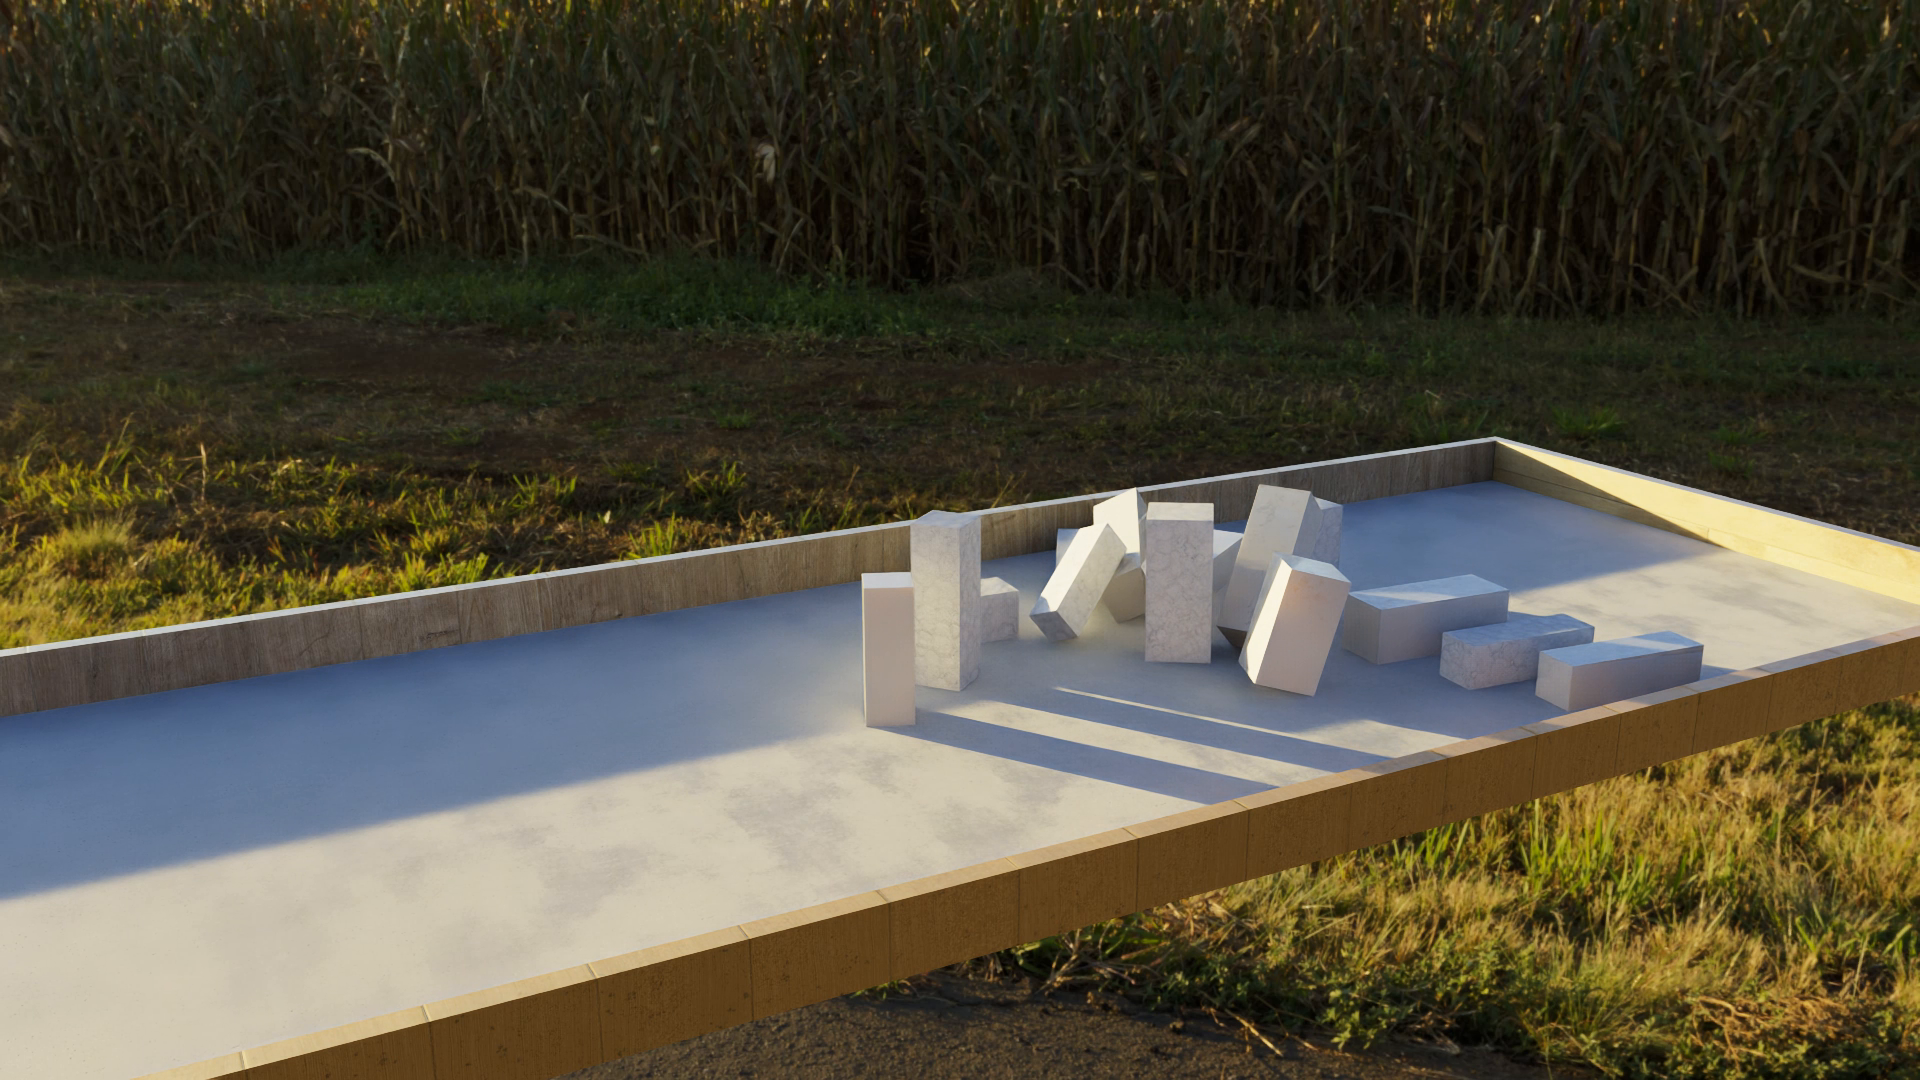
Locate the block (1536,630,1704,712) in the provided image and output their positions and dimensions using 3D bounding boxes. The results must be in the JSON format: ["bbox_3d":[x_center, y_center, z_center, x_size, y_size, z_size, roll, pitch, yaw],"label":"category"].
[{"bbox_3d":[1.625,0.320,4.063,0.407,0.114,0.114,-6,18,-21],"label":"block"}]

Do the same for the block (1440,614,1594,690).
[{"bbox_3d":[1.417,0.282,4.194,0.384,0.114,0.114,-7,18,-22],"label":"block"}]

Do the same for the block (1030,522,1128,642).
[{"bbox_3d":[0.323,0.112,4.465,0.102,0.102,0.340,-14,34,46],"label":"block"}]

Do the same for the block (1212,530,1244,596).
[{"bbox_3d":[0.719,0.082,4.873,0.113,0.113,0.432,9,18,27],"label":"block"}]

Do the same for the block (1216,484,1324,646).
[{"bbox_3d":[0.822,0.076,4.364,0.143,0.411,0.143,10,-19,30],"label":"block"}]

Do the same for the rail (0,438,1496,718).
[{"bbox_3d":[-3.305,0.497,3.399,12.000,0.150,0.050,-9,18,-27],"label":"rail"}]

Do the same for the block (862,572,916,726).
[{"bbox_3d":[-0.168,0.256,3.879,0.115,0.340,0.115,-2,16,-6],"label":"block"}]

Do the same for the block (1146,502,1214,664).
[{"bbox_3d":[0.572,0.110,4.298,0.168,0.382,0.168,1,16,8],"label":"block"}]

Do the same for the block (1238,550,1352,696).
[{"bbox_3d":[0.824,0.205,4.071,0.156,0.300,0.156,13,15,-9],"label":"block"}]

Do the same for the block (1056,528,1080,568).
[{"bbox_3d":[0.342,0.079,4.887,0.111,0.111,0.426,1,16,4],"label":"block"}]

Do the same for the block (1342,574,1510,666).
[{"bbox_3d":[1.237,0.208,4.380,0.415,0.150,0.150,-7,18,-22],"label":"block"}]

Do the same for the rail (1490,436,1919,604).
[{"bbox_3d":[2.466,-0.048,5.253,0.050,0.150,2.100,-9,18,-27],"label":"rail"}]

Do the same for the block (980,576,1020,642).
[{"bbox_3d":[-0.024,0.202,4.432,0.342,0.132,0.132,-8,18,-24],"label":"block"}]

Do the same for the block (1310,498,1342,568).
[{"bbox_3d":[0.951,0.051,4.617,0.152,0.318,0.152,-11,19,-32],"label":"block"}]

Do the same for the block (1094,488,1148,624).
[{"bbox_3d":[0.477,0.039,4.704,0.139,0.139,0.449,-25,26,17],"label":"block"}]

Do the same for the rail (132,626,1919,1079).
[{"bbox_3d":[-2.336,1.006,1.665,12.000,0.150,0.050,-9,18,-27],"label":"rail"}]

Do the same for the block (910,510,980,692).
[{"bbox_3d":[-0.034,0.150,4.104,0.131,0.418,0.131,7,18,23],"label":"block"}]
